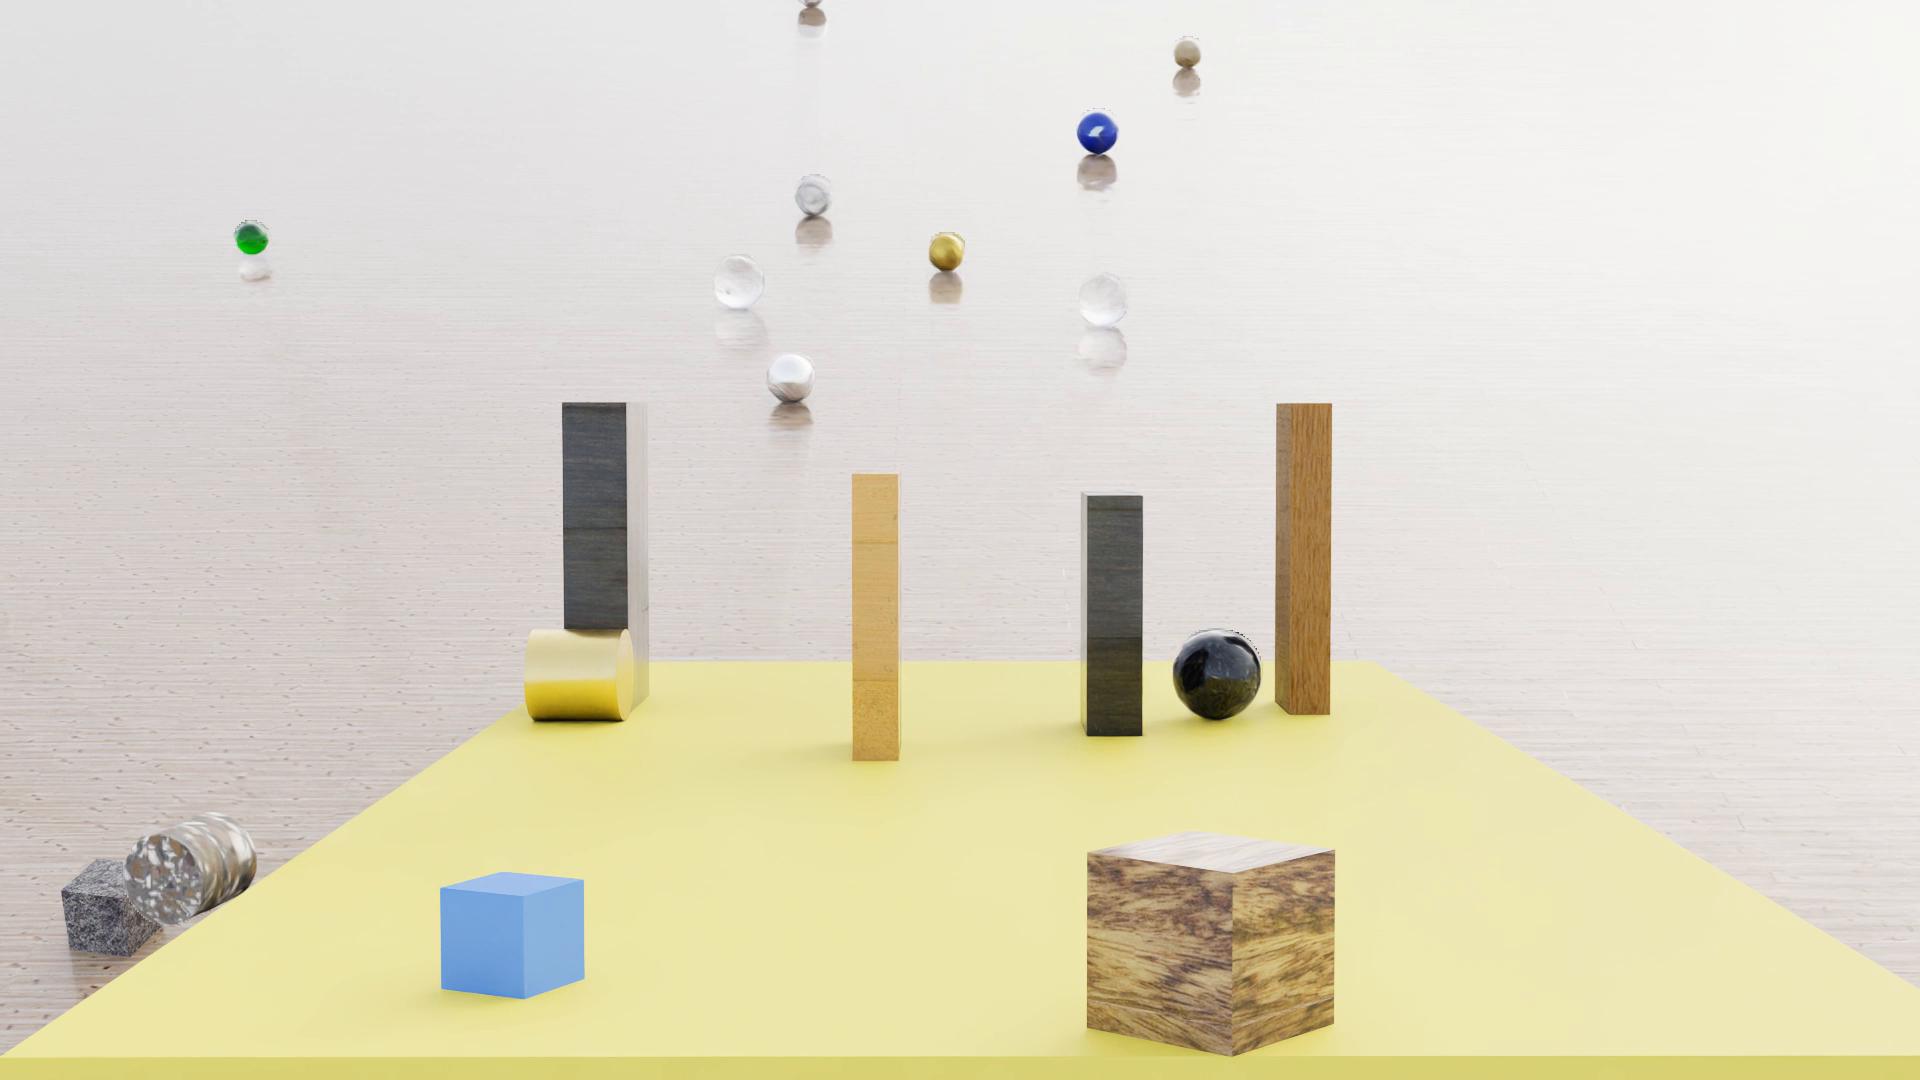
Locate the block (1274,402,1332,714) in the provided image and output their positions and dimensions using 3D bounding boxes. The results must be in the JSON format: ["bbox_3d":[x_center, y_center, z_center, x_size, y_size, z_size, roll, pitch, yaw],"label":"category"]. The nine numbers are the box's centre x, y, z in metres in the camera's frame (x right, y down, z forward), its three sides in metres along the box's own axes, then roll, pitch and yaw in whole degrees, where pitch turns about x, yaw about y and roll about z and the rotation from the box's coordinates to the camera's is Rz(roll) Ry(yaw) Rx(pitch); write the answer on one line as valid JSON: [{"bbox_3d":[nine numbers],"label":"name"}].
[{"bbox_3d":[0.731,0.034,5.485,0.086,0.651,0.248,0,3,0],"label":"block"}]

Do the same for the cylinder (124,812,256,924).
[{"bbox_3d":[-1.154,0.493,3.862,0.137,0.137,0.137,7,11,18],"label":"cylinder"}]

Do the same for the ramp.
[{"bbox_3d":[0.051,0.458,4.533,2.000,0.100,4.000,0,3,0],"label":"ramp"}]

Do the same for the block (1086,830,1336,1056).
[{"bbox_3d":[0.259,0.411,2.653,0.182,0.182,0.182,2,4,41],"label":"block"}]

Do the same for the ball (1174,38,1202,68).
[{"bbox_3d":[1.230,-2.628,13.893,0.157,0.157,0.157,0,22,0],"label":"ball"}]

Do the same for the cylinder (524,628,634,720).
[{"bbox_3d":[-0.782,0.277,5.288,0.189,0.189,0.189,0,22,4],"label":"cylinder"}]

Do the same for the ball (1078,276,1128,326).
[{"bbox_3d":[0.529,-0.883,9.497,0.190,0.190,0.190,0,22,0],"label":"ball"}]

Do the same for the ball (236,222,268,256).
[{"bbox_3d":[-2.870,-1.220,10.419,0.130,0.130,0.130,0,22,0],"label":"ball"}]

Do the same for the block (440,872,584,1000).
[{"bbox_3d":[-0.496,0.437,2.852,0.112,0.112,0.112,1,3,27],"label":"block"}]

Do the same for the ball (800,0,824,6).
[{"bbox_3d":[-0.901,-3.334,15.604,0.195,0.195,0.195,0,22,0],"label":"ball"}]

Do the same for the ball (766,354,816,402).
[{"bbox_3d":[-0.571,-0.546,8.691,0.165,0.165,0.165,0,22,0],"label":"ball"}]

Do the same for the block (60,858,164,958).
[{"bbox_3d":[-1.787,0.775,5.428,0.141,0.141,0.141,5,22,12],"label":"block"}]

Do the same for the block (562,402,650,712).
[{"bbox_3d":[-0.763,0.030,5.556,0.135,0.654,0.364,0,3,0],"label":"block"}]

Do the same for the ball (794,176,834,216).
[{"bbox_3d":[-0.624,-1.470,10.996,0.164,0.164,0.164,0,22,0],"label":"ball"}]

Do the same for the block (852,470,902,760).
[{"bbox_3d":[-0.154,0.134,4.807,0.084,0.522,0.295,0,3,0],"label":"block"}]

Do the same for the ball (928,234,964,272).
[{"bbox_3d":[-0.055,-1.138,10.192,0.146,0.146,0.146,0,22,0],"label":"ball"}]

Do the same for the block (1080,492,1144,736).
[{"bbox_3d":[0.301,0.142,5.134,0.109,0.471,0.255,0,3,0],"label":"block"}]

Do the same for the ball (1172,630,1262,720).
[{"bbox_3d":[0.528,0.278,5.292,0.184,0.184,0.184,0,22,0],"label":"ball"}]

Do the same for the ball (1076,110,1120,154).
[{"bbox_3d":[0.646,-1.909,12.044,0.199,0.199,0.199,0,22,0],"label":"ball"}]

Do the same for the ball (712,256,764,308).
[{"bbox_3d":[-0.837,-0.972,9.709,0.198,0.198,0.198,0,22,0],"label":"ball"}]
